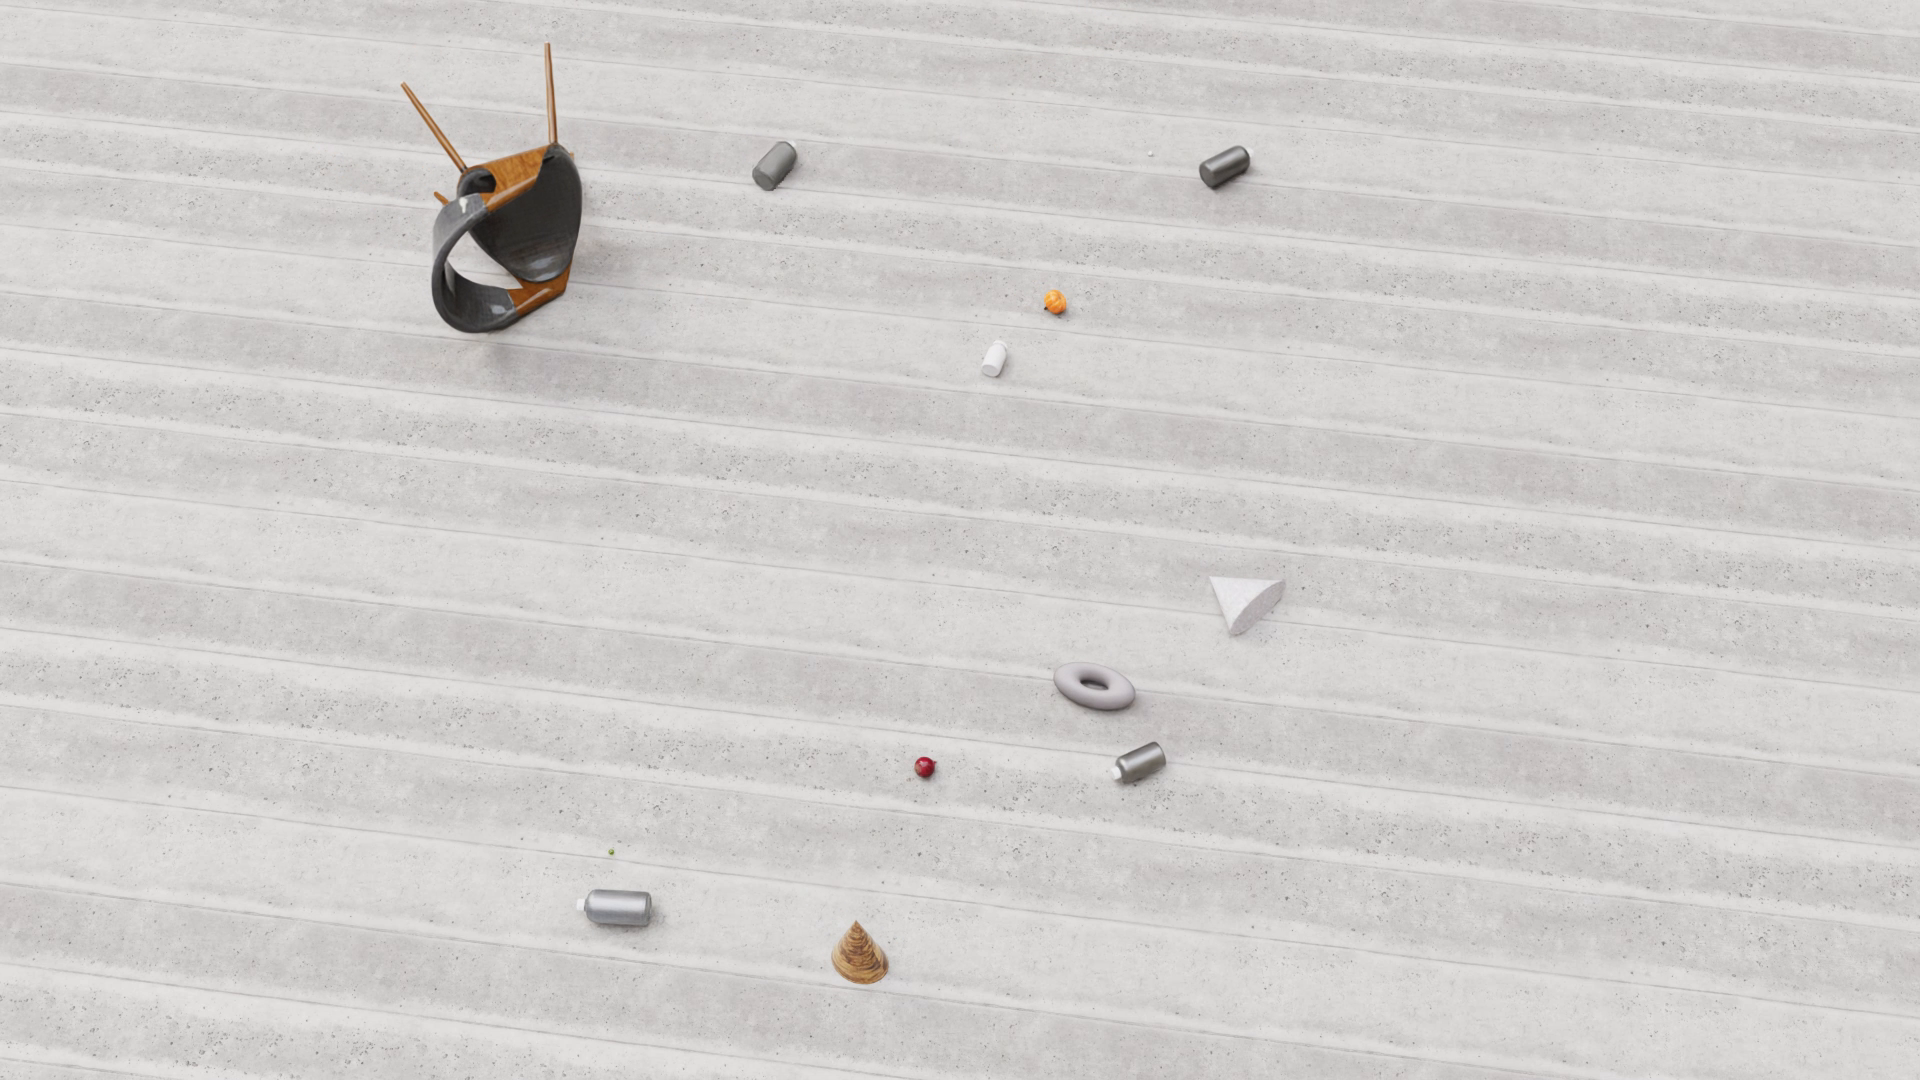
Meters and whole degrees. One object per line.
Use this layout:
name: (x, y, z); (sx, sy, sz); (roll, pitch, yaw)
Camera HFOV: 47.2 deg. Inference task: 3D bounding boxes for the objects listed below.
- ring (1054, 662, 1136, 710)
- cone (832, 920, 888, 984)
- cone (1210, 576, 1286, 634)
ring: (0.382, 0.415, 6.250); (0.241, 0.078, 0.125); (15, 59, 9)
cone: (-0.265, 1.041, 5.718); (0.161, 0.261, 0.129); (25, 60, 16)
cone: (0.802, 0.152, 6.442); (0.239, 0.103, 0.197); (-38, 49, -21)
